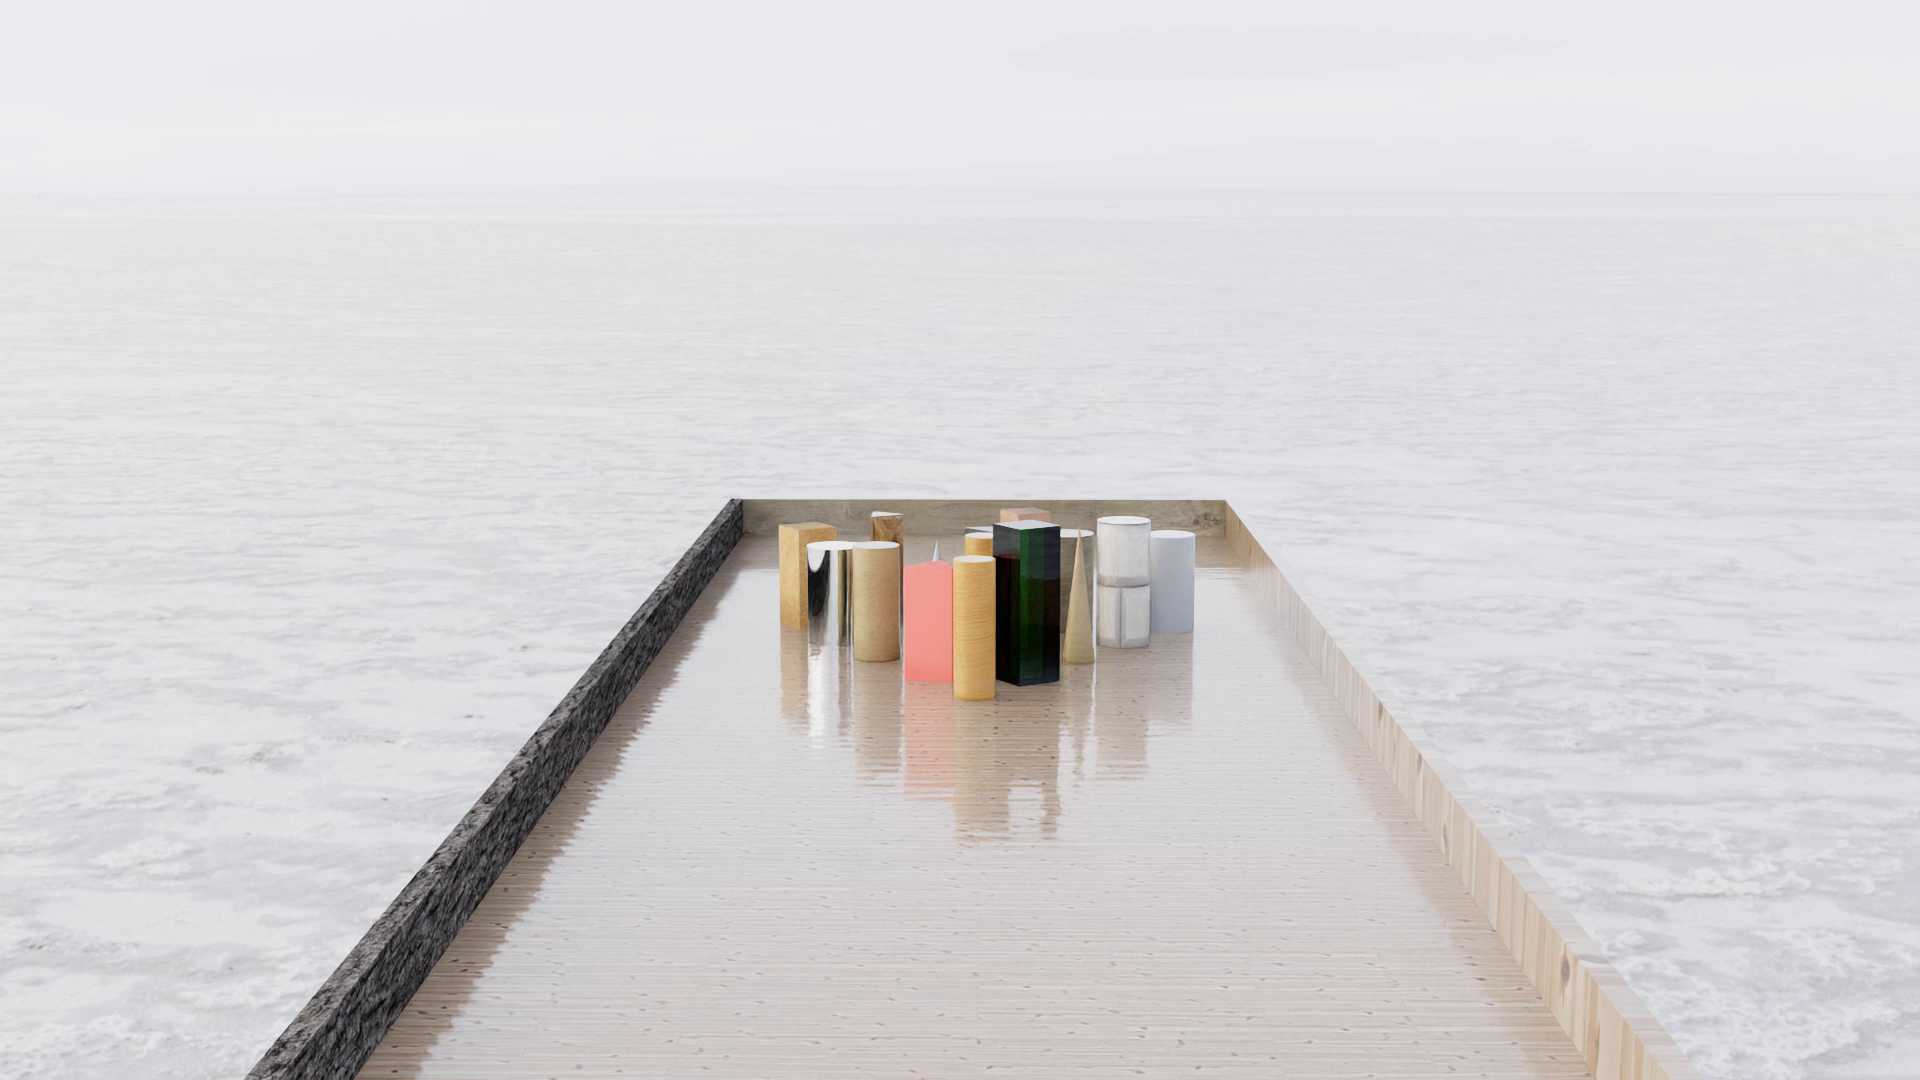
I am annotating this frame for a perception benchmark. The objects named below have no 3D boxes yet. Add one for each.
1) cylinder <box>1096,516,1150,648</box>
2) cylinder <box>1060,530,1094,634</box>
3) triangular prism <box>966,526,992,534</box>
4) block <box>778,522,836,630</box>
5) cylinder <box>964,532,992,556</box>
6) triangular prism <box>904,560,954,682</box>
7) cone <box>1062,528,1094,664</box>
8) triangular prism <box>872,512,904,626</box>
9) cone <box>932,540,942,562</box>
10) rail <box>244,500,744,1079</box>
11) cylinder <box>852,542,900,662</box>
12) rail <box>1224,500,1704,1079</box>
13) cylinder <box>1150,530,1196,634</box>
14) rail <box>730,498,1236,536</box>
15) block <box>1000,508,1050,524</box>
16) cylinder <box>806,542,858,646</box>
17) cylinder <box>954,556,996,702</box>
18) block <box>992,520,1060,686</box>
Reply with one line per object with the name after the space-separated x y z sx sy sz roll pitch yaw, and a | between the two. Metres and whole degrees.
0.513 0.132 6.915 0.167 0.394 0.167 0 9 0 | cylinder
0.349 0.133 7.170 0.173 0.314 0.173 0 9 0 | cylinder
0.117 0.120 7.221 0.131 0.323 0.151 -8 12 -42 | triangular prism
-0.500 0.116 7.227 0.138 0.329 0.138 -6 11 -32 | block
0.072 0.174 6.702 0.116 0.379 0.116 0 9 0 | cylinder
-0.074 0.236 6.444 0.147 0.337 0.127 2 9 15 | triangular prism
0.360 0.160 6.649 0.101 0.424 0.101 0 9 0 | cone
-0.258 0.097 7.206 0.114 0.372 0.099 -5 10 -27 | triangular prism
-0.072 0.164 6.913 0.137 0.333 0.137 0 9 0 | cone
-1.004 0.839 3.234 0.050 0.150 12.000 0 9 1 | rail
-0.255 0.188 6.705 0.143 0.350 0.143 0 9 0 | cylinder
1.046 0.843 3.208 0.050 0.150 12.000 0 9 1 | rail
0.681 0.135 7.161 0.166 0.312 0.166 0 9 0 | cylinder
0.099 -0.098 9.147 2.100 0.150 0.050 0 9 1 | rail
0.206 0.116 6.930 0.116 0.421 0.116 -5 10 -27 | block
-0.397 0.169 6.964 0.174 0.307 0.174 0 9 0 | cylinder
0.041 0.248 6.179 0.120 0.396 0.120 0 9 0 | cylinder
0.193 0.182 6.399 0.141 0.458 0.141 -6 11 -32 | block
